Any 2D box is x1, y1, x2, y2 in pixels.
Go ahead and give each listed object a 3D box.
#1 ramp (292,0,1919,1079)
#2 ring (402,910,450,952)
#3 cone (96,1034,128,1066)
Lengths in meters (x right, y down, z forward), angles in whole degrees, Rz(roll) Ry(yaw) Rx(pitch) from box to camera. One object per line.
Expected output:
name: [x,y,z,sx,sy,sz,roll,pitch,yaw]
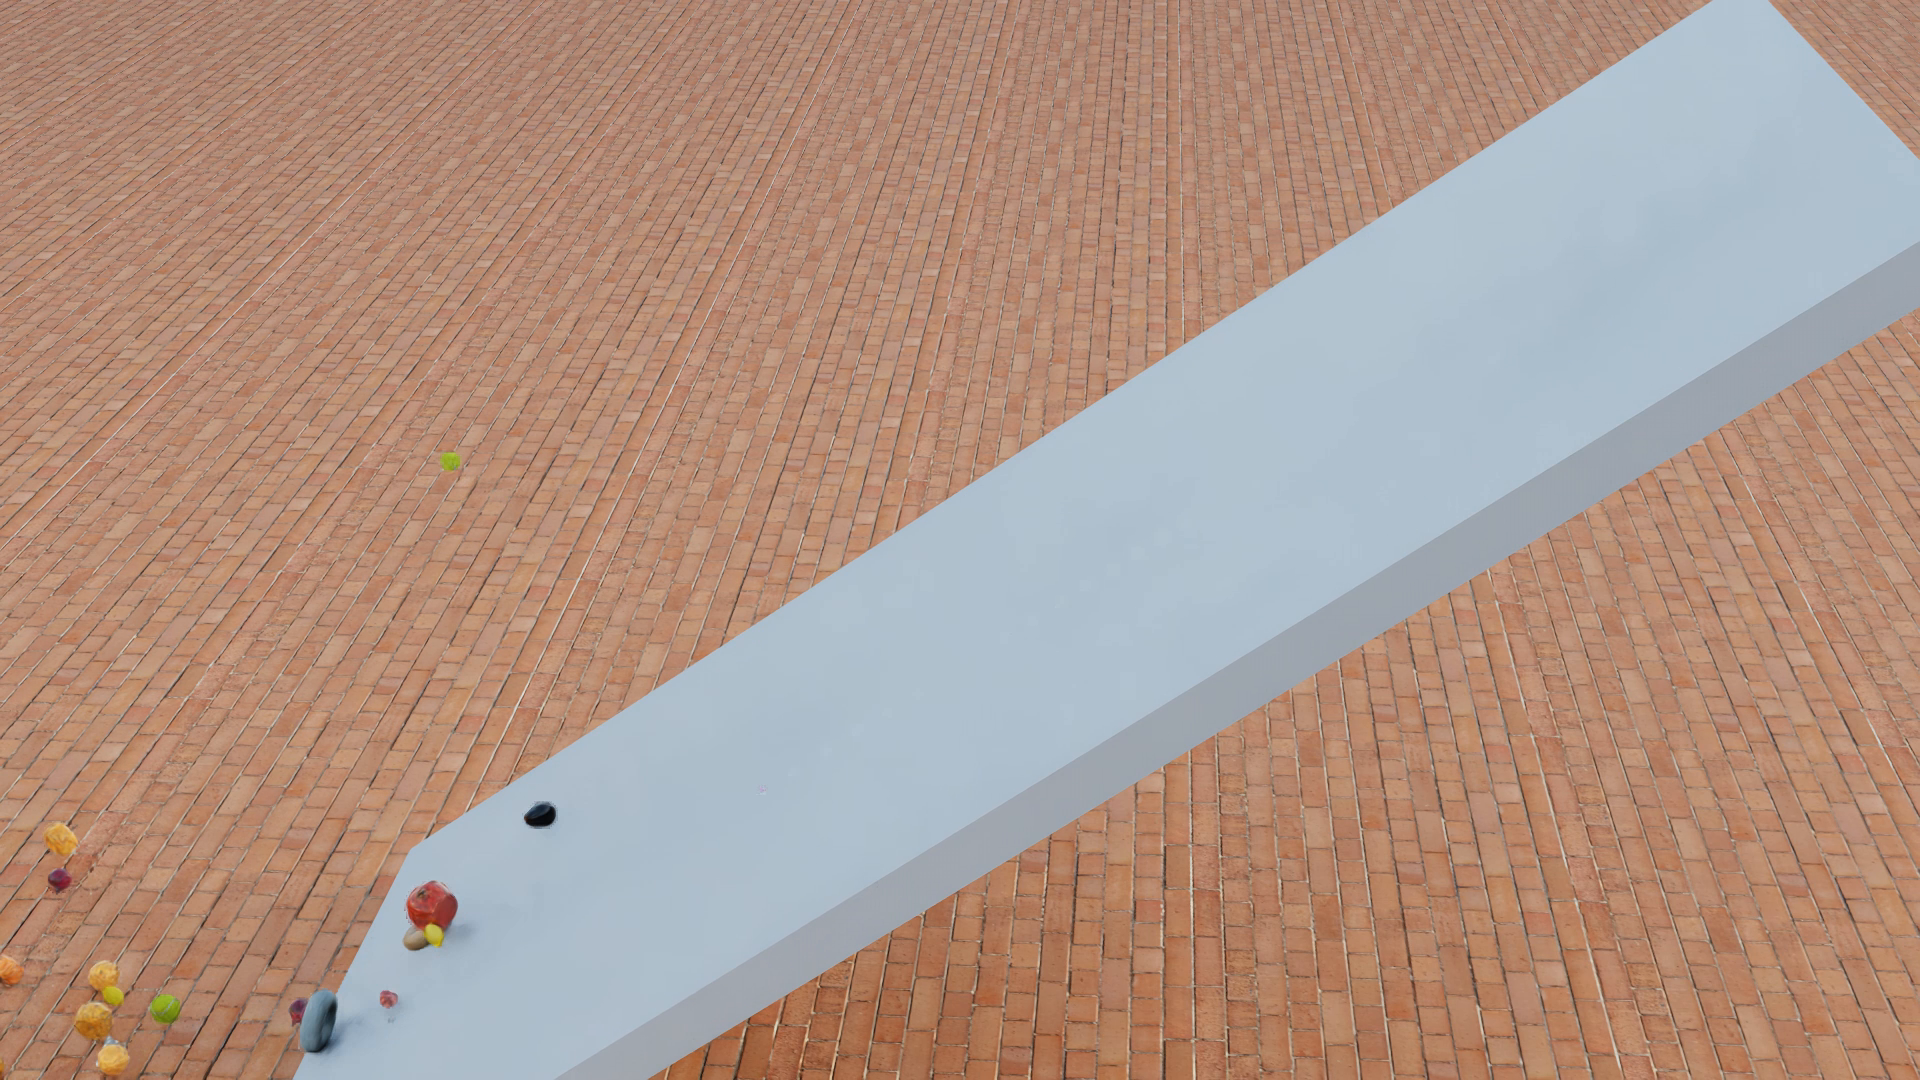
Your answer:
ramp: [0.134,0.175,6.310,4.000,0.100,2.000,-33,16,15]
ring: [-1.261,0.922,6.950,0.127,0.042,0.127,-34,14,10]
cone: [-2.010,1.214,6.926,0.072,0.072,0.072,22,57,43]
